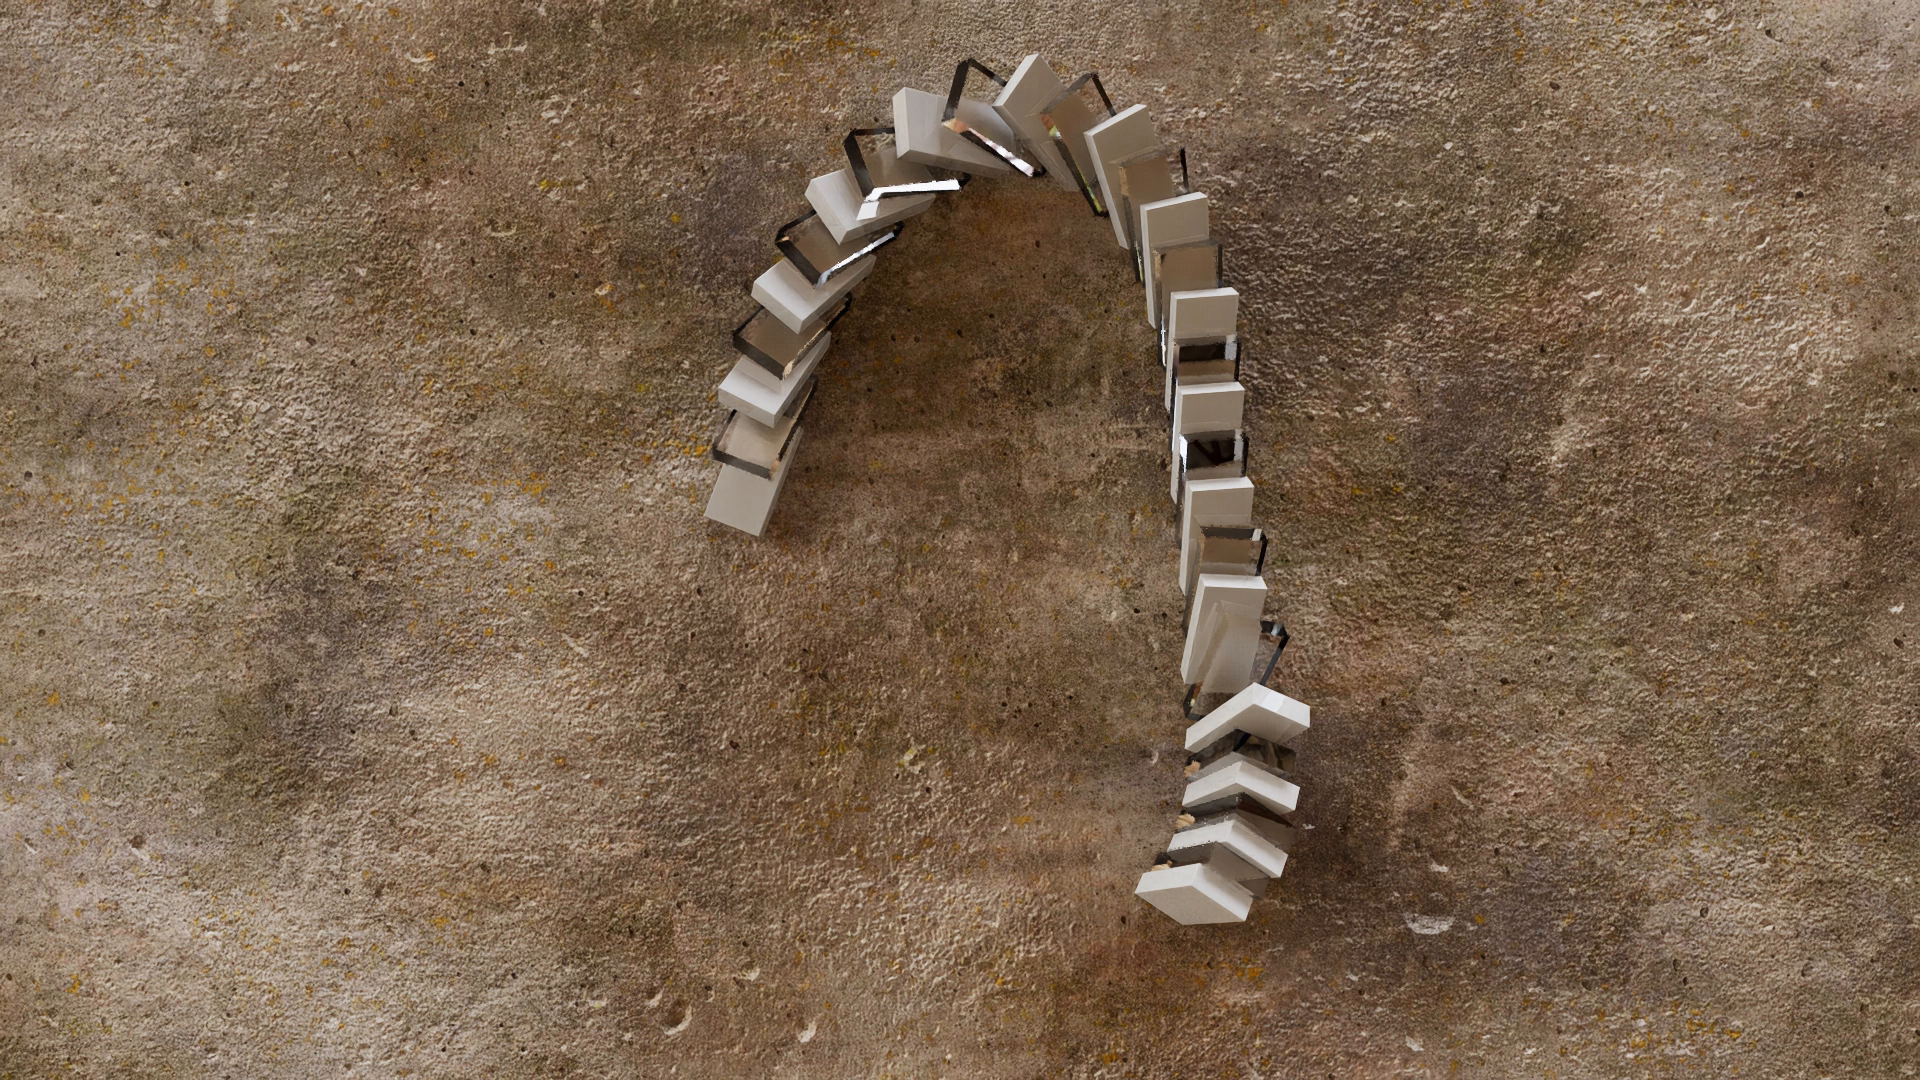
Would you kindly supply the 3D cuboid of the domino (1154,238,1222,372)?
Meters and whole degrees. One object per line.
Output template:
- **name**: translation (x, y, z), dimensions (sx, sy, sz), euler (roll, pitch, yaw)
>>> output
- **domino**: translation (0.096, -0.097, 0.383), dimensions (0.025, 0.009, 0.050), euler (-10, 122, 0)

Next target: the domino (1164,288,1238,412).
- **domino**: translation (0.100, -0.078, 0.383), dimensions (0.025, 0.010, 0.050), euler (-4, 121, 0)

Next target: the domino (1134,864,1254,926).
- **domino**: translation (0.095, 0.146, 0.376), dimensions (0.025, 0.050, 0.010), euler (34, 61, 0)

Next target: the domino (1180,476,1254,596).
- **domino**: translation (0.107, -0.001, 0.384), dimensions (0.025, 0.010, 0.050), euler (-4, 119, 0)

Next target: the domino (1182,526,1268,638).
- **domino**: translation (0.110, 0.019, 0.383), dimensions (0.025, 0.009, 0.050), euler (2, 120, 0)

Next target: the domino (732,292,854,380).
- **domino**: translation (-0.069, -0.092, 0.383), dimensions (0.025, 0.010, 0.050), euler (34, 60, 0)

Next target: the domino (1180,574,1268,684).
- **domino**: translation (0.110, 0.038, 0.383), dimensions (0.025, 0.009, 0.050), euler (3, 120, 0)

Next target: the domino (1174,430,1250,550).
- **domino**: translation (0.105, -0.021, 0.384), dimensions (0.025, 0.009, 0.050), euler (-4, 120, 0)

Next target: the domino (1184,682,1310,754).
- **domino**: translation (0.117, 0.077, 0.376), dimensions (0.025, 0.050, 0.009), euler (23, 52, -7)

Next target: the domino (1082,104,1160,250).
- **domino**: translation (0.072, -0.151, 0.382), dimensions (0.025, 0.009, 0.050), euler (-28, 123, -1)

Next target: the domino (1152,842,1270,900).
- **domino**: translation (0.101, 0.137, 0.376), dimensions (0.025, 0.050, 0.010), euler (34, 61, 0)

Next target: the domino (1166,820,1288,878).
- **domino**: translation (0.108, 0.129, 0.376), dimensions (0.025, 0.050, 0.009), euler (34, 61, 0)

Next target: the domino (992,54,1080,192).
- **domino**: translation (0.039, -0.173, 0.382), dimensions (0.050, 0.009, 0.025), euler (35, 90, -35)

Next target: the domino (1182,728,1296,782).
- **domino**: translation (0.114, 0.093, 0.376), dimensions (0.025, 0.050, 0.009), euler (21, 62, 0)

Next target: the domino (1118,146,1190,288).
- **domino**: translation (0.083, -0.134, 0.382), dimensions (0.025, 0.010, 0.050), euler (-18, 123, -1)

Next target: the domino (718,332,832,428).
- **domino**: translation (-0.077, -0.073, 0.383), dimensions (0.025, 0.010, 0.050), euler (26, 60, 0)

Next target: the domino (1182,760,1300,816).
- **domino**: translation (0.114, 0.105, 0.376), dimensions (0.025, 0.050, 0.009), euler (25, 62, 0)

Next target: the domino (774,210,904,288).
- **domino**: translation (-0.050, -0.128, 0.383), dimensions (0.025, 0.009, 0.050), euler (48, 59, 0)

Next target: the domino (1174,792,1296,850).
- **domino**: translation (0.112, 0.118, 0.376), dimensions (0.025, 0.050, 0.010), euler (34, 61, 0)

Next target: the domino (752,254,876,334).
- **domino**: translation (-0.060, -0.110, 0.383), dimensions (0.025, 0.010, 0.050), euler (40, 60, 0)

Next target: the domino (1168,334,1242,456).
- **domino**: translation (0.102, -0.059, 0.383), dimensions (0.025, 0.009, 0.050), euler (-4, 121, 0)

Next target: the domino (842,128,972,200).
- **domino**: translation (-0.021, -0.158, 0.382), dimensions (0.050, 0.009, 0.025), euler (-21, 90, -33)

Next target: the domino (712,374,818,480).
- **domino**: translation (-0.081, -0.052, 0.385), dimensions (0.025, 0.010, 0.050), euler (21, 64, 0)

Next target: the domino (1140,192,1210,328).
- **domino**: translation (0.091, -0.116, 0.383), dimensions (0.025, 0.009, 0.050), euler (-12, 122, 0)

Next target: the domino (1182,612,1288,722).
- **domino**: translation (0.114, 0.055, 0.382), dimensions (0.025, 0.010, 0.050), euler (12, 120, -6)

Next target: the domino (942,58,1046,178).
- **domino**: translation (0.018, -0.174, 0.381), dimensions (0.050, 0.010, 0.025), euler (16, 90, -36)

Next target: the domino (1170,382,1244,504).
- **domino**: translation (0.103, -0.040, 0.383), dimensions (0.025, 0.010, 0.050), euler (-4, 120, 0)

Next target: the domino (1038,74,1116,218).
- **domino**: translation (0.057, -0.164, 0.382), dimensions (0.025, 0.010, 0.050), euler (-41, 124, 0)

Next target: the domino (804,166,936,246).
- **domino**: translation (-0.037, -0.144, 0.383), dimensions (0.050, 0.009, 0.025), euler (-34, 90, -32)

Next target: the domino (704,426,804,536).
- **domino**: translation (-0.089, -0.029, 0.395), dimensions (0.025, 0.010, 0.050), euler (21, 90, 0)

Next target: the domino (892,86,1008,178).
- **domino**: translation (-0.003, -0.169, 0.382), dimensions (0.050, 0.009, 0.025), euler (-4, 90, -35)
